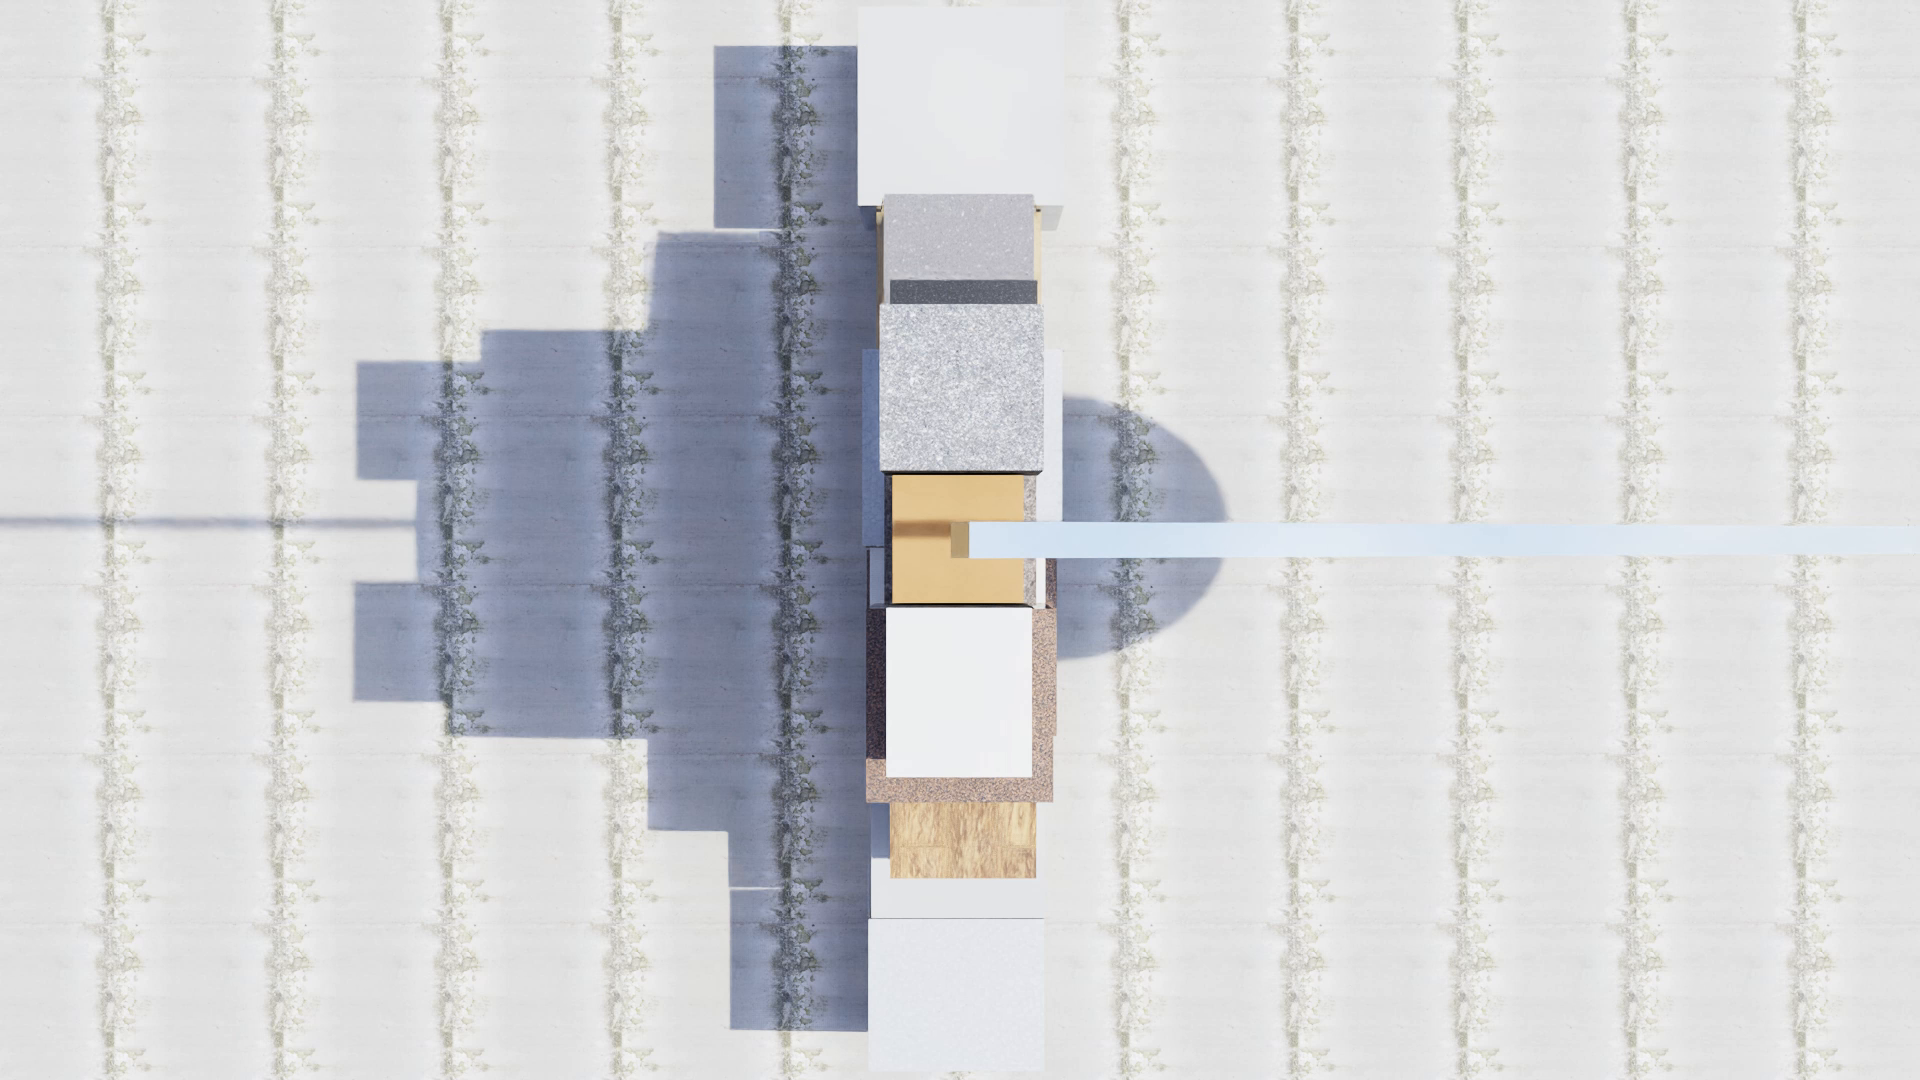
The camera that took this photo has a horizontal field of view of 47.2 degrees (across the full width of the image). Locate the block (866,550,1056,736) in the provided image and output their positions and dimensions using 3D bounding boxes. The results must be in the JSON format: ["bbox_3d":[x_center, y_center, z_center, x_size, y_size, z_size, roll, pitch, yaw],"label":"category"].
[{"bbox_3d":[0.009,0.563,12.505,1.038,0.990,1.016,0,90,0],"label":"block"}]

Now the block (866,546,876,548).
[{"bbox_3d":[0.002,-0.460,12.516,1.037,0.968,1.010,0,90,0],"label":"block"}]

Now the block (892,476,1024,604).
[{"bbox_3d":[-0.009,-0.004,10.016,0.581,0.501,0.569,0,90,0],"label":"block"}]

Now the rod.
[{"bbox_3d":[2.234,0.000,6.151,5.200,0.080,0.080,0,90,-31],"label":"rod"}]

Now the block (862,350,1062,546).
[{"bbox_3d":[0.011,-0.462,11.504,0.999,1.055,0.981,0,90,0],"label":"block"}]

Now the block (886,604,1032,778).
[{"bbox_3d":[-0.004,0.650,9.742,0.619,0.749,0.720,0,90,0],"label":"block"}]

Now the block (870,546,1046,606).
[{"bbox_3d":[-0.012,0.523,11.550,0.883,0.920,0.970,0,90,0],"label":"block"}]

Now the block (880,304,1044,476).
[{"bbox_3d":[0.008,-0.654,9.820,0.703,0.796,0.711,0,90,0],"label":"block"}]

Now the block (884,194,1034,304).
[{"bbox_3d":[-0.006,-1.379,11.746,0.779,0.665,0.779,0,83,0],"label":"block"}]

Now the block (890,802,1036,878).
[{"bbox_3d":[0.017,1.383,11.682,0.757,0.661,0.724,0,91,0],"label":"block"}]

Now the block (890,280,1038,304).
[{"bbox_3d":[0.018,-0.808,10.597,0.686,0.759,0.798,0,90,0],"label":"block"}]

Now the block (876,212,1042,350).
[{"bbox_3d":[-0.006,-1.396,12.598,0.914,0.804,0.843,0,90,0],"label":"block"}]

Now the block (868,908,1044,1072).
[{"bbox_3d":[-0.020,2.494,12.523,0.963,0.954,0.834,0,90,0],"label":"block"}]

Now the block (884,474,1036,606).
[{"bbox_3d":[0.002,-0.046,10.621,0.710,0.710,0.706,0,90,0],"label":"block"}]

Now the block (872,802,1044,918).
[{"bbox_3d":[-0.011,1.574,12.508,0.946,0.984,0.985,0,90,0],"label":"block"}]

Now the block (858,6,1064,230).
[{"bbox_3d":[0.007,-2.369,12.501,1.126,0.997,1.083,0,90,0],"label":"block"}]

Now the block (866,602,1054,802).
[{"bbox_3d":[-0.001,0.762,10.603,0.861,0.974,0.890,0,90,0],"label":"block"}]
